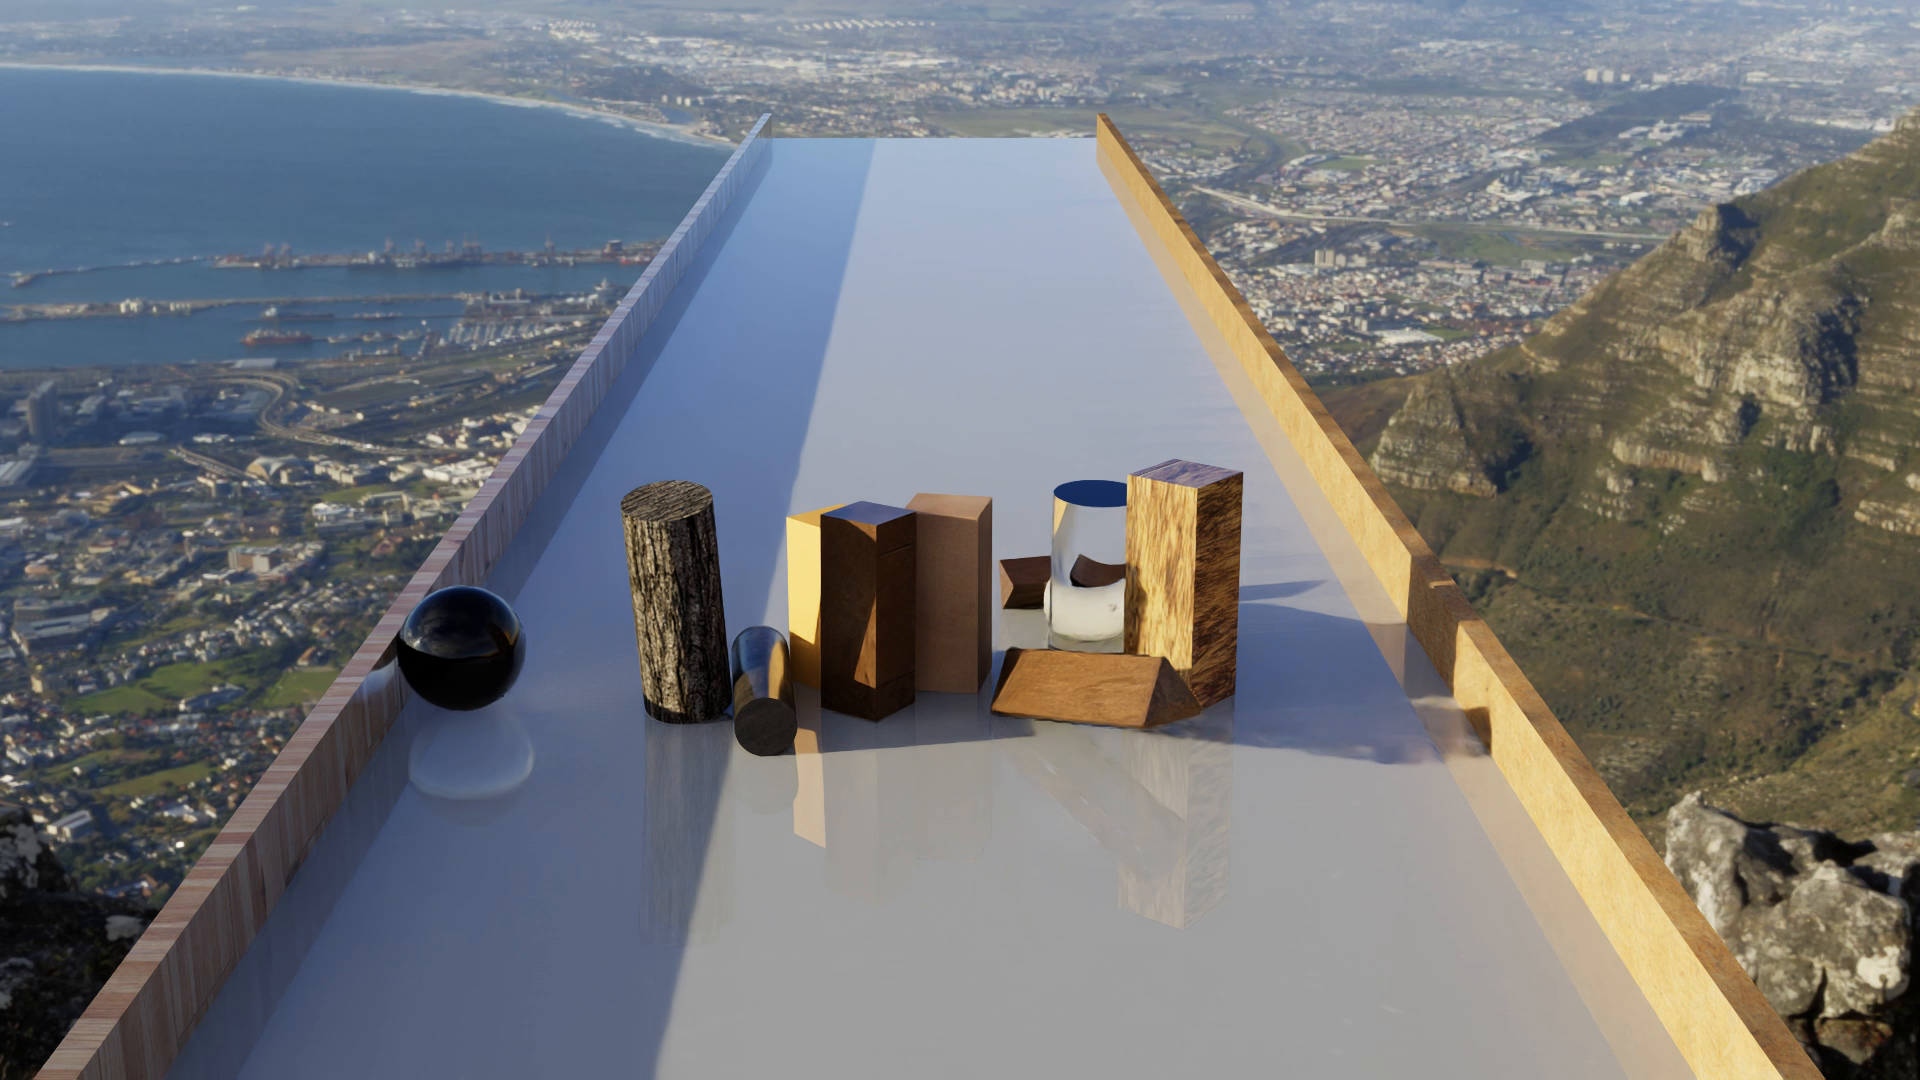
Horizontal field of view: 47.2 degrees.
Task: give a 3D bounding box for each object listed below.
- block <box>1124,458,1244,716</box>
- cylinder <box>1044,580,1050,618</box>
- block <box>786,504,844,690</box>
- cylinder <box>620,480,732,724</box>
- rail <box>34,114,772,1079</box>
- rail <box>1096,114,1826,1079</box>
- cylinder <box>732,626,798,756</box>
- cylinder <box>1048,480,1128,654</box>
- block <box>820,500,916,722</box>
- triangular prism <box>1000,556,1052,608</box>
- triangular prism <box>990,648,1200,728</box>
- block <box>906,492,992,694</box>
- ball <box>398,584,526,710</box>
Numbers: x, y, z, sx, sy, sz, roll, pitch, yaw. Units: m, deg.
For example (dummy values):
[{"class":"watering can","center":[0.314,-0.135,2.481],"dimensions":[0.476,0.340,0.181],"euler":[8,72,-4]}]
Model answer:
[{"class":"block","center":[0.420,0.087,4.159],"dimensions":[0.155,0.441,0.155],"euler":[13,21,37]},{"class":"cylinder","center":[0.343,0.143,4.551],"dimensions":[0.330,0.111,0.111],"euler":[10,19,31]},{"class":"block","center":[-0.235,0.115,4.262],"dimensions":[0.138,0.329,0.138],"euler":[-15,22,-41]},{"class":"cylinder","center":[-0.520,0.116,4.052],"dimensions":[0.165,0.422,0.165],"euler":[-2,28,1]},{"class":"rail","center":[-1.118,-0.838,7.780],"dimensions":[0.050,0.150,12.000],"euler":[0,17,-1]},{"class":"rail","center":[0.932,-0.844,7.801],"dimensions":[0.050,0.150,12.000],"euler":[0,17,-1]},{"class":"cylinder","center":[-0.368,0.276,4.103],"dimensions":[0.112,0.112,0.402],"euler":[-2,17,-6]},{"class":"cylinder","center":[0.269,0.072,4.366],"dimensions":[0.179,0.345,0.179],"euler":[1,19,0]},{"class":"block","center":[-0.172,0.131,4.120],"dimensions":[0.128,0.377,0.128],"euler":[11,19,32]},{"class":"triangular prism","center":[0.247,0.070,4.749],"dimensions":[0.322,0.090,0.104],"euler":[-5,-26,-16]},{"class":"triangular prism","center":[0.230,0.256,3.972],"dimensions":[0.128,0.111,0.458],"euler":[-12,6,-34]},{"class":"block","center":[-0.025,0.102,4.263],"dimensions":[0.149,0.353,0.149],"euler":[3,17,11]},{"class":"ball","center":[-0.935,0.202,4.132],"dimensions":[0.236,0.236,0.236],"euler":[0,17,0]}]
